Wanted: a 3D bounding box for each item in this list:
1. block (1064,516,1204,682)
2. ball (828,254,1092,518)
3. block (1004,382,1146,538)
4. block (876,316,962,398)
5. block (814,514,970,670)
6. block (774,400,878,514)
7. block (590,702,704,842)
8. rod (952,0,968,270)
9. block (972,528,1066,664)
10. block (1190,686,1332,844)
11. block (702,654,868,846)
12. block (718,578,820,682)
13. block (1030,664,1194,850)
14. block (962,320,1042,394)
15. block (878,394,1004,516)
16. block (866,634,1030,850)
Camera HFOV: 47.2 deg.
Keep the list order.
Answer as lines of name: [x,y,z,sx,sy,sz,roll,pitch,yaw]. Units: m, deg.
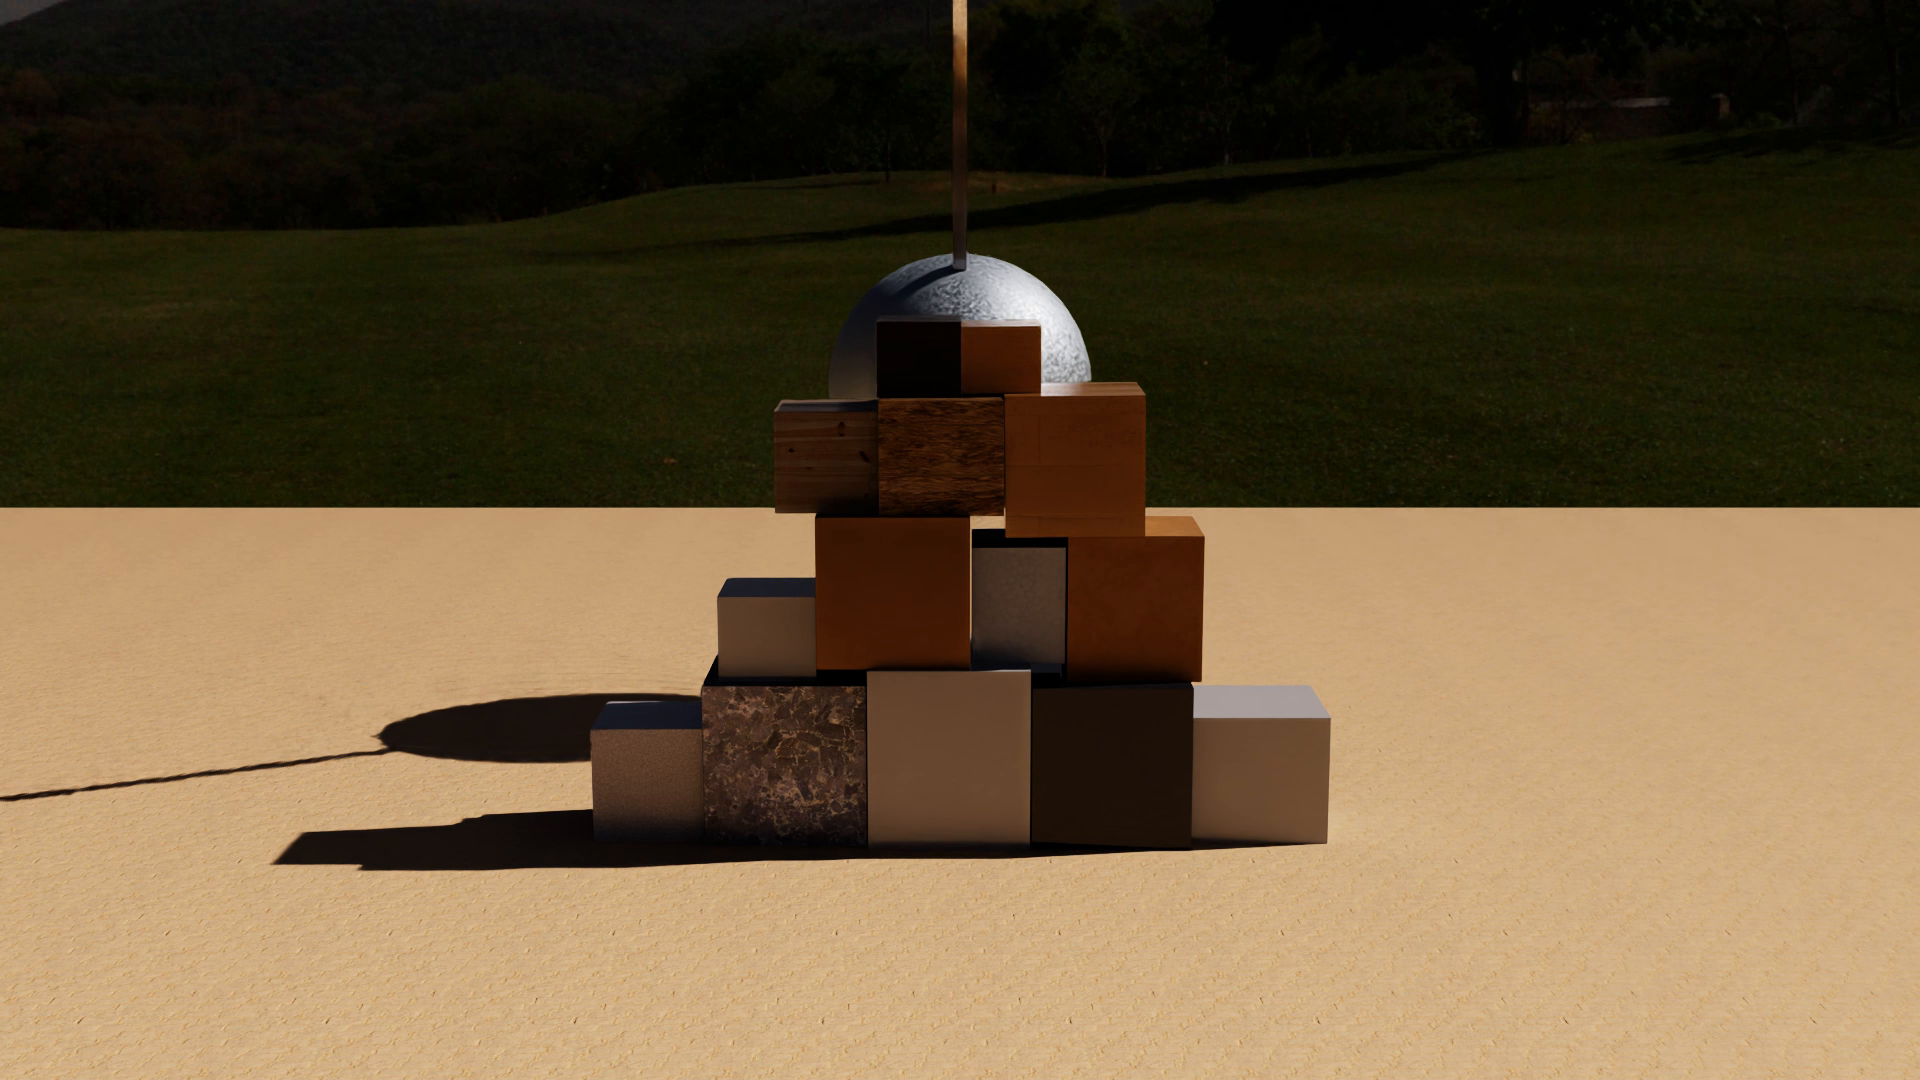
block: [0.874,0.294,11.247,0.676,0.743,0.597,0,10,0]
ball: [0.000,-0.932,13.344,1.600,1.600,1.600,0,10,0]
block: [0.567,-0.413,11.100,0.690,0.700,0.599,-1,10,0]
block: [-0.202,-0.921,11.006,0.415,0.370,0.372,0,10,0]
block: [-0.330,0.195,11.219,0.761,0.763,0.793,0,10,0]
block: [-0.662,-0.427,11.095,0.507,0.506,0.518,0,10,0]
block: [-1.577,1.190,11.379,0.561,0.587,0.561,0,10,0]
rod: [0.000,-3.790,11.502,0.080,5.200,0.080,0,33,0]
block: [0.293,0.279,11.240,0.466,0.590,0.552,0,10,0]
block: [1.512,1.153,11.387,0.689,0.657,0.667,0,10,0]
block: [-0.878,1.070,11.373,0.816,0.825,0.722,0,10,0]
block: [-0.967,0.453,11.251,0.491,0.433,0.495,0,10,0]
block: [0.759,1.068,11.377,0.798,0.828,0.855,0,10,0]
block: [0.204,-0.920,11.026,0.394,0.331,0.362,-1,10,0]
block: [-0.092,-0.459,11.092,0.615,0.570,0.688,0,10,0]
block: [-0.055,1.025,11.357,0.810,0.920,0.852,0,10,0]
